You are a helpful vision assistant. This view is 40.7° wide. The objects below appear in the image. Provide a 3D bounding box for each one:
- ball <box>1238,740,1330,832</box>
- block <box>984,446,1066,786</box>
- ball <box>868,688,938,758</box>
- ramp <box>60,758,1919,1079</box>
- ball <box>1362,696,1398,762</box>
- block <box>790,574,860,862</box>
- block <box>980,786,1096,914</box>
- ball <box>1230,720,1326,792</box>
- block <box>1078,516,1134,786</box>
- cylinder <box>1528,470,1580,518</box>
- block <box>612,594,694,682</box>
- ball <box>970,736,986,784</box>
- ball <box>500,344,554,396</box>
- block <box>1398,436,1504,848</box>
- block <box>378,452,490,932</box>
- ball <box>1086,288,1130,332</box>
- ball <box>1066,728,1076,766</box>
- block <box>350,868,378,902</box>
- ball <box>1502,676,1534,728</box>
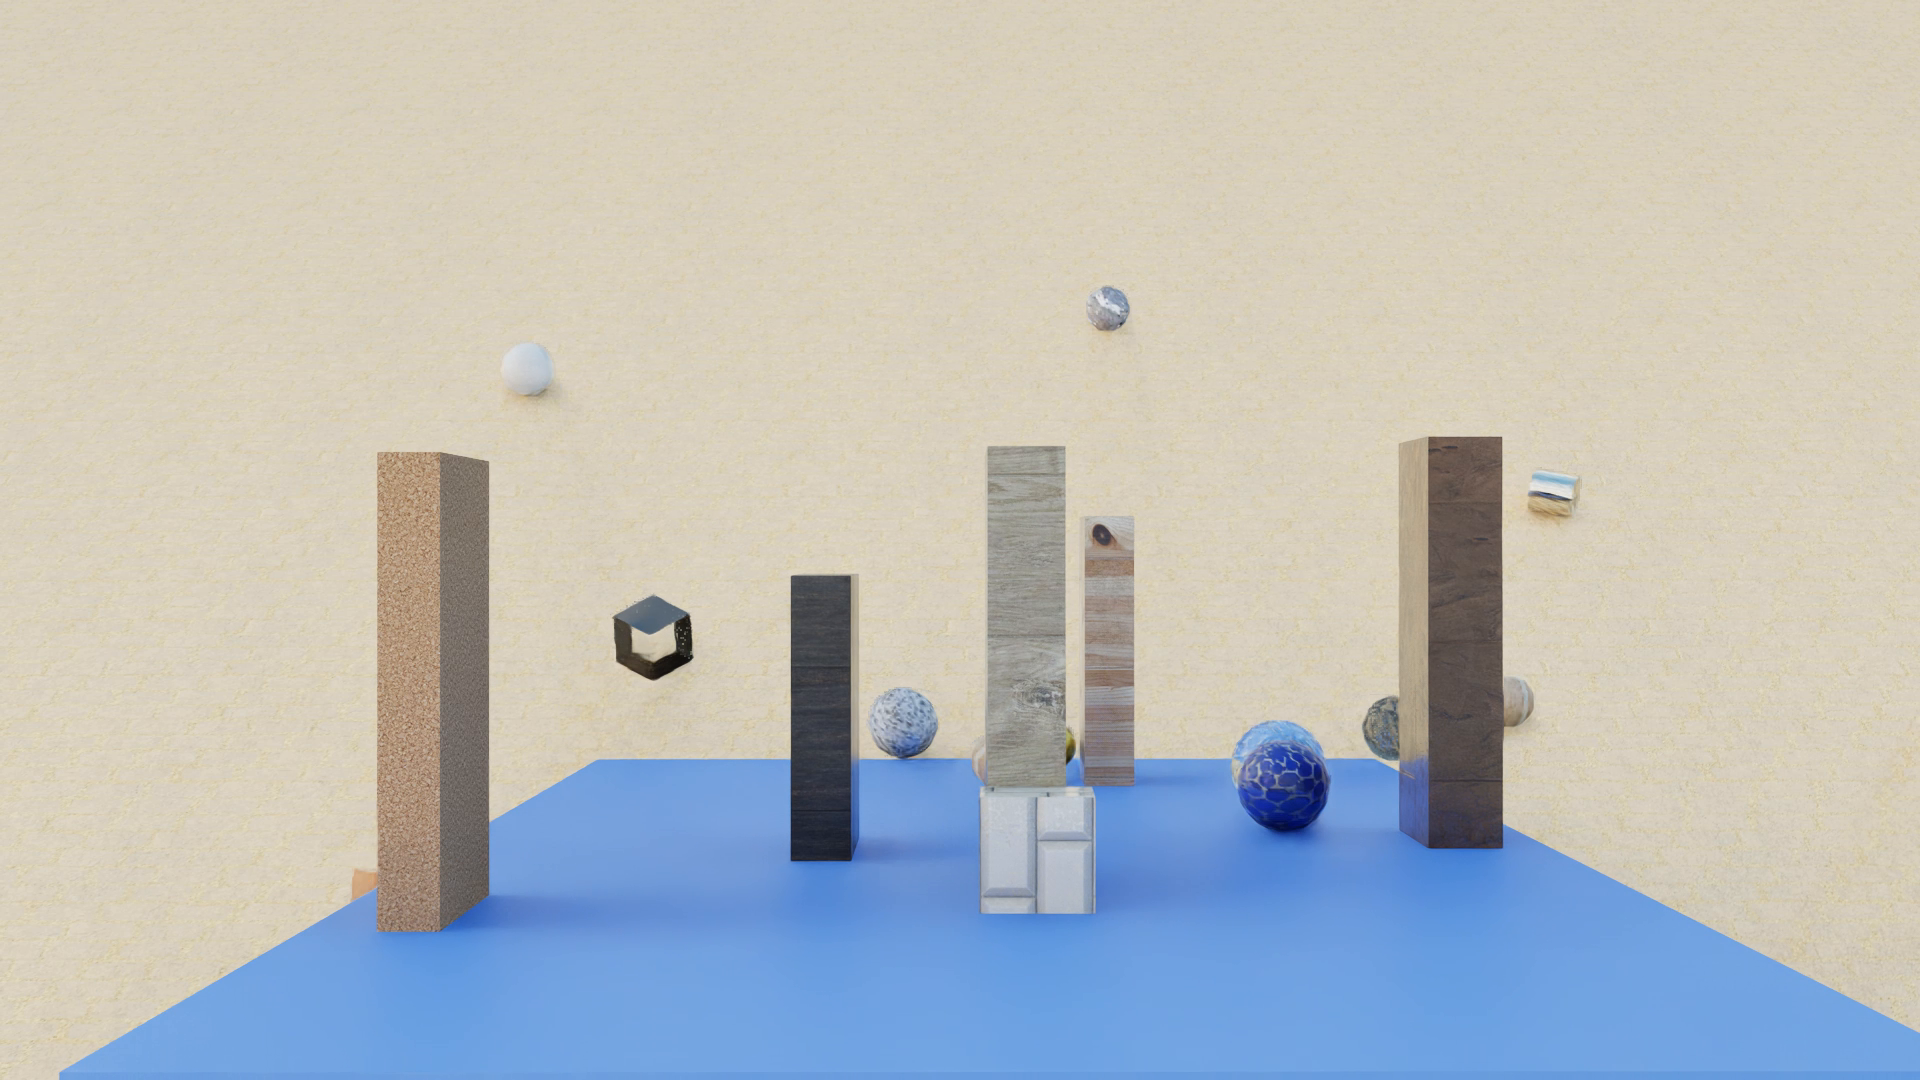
[{"bbox_3d":[0.619,0.470,4.954,0.175,0.175,0.175,0,31,0],"label":"ball"},{"bbox_3d":[0.103,0.205,4.202,0.121,0.700,0.381,0,0,0],"label":"block"},{"bbox_3d":[-0.148,0.477,6.734,0.180,0.180,0.180,0,31,0],"label":"ball"},{"bbox_3d":[0.068,0.607,4.673,2.000,0.100,4.000,0,0,0],"label":"ramp"},{"bbox_3d":[1.123,0.487,6.678,0.169,0.169,0.169,0,31,0],"label":"ball"},{"bbox_3d":[-0.241,0.309,4.665,0.105,0.495,0.364,0,0,0],"label":"block"},{"bbox_3d":[0.116,0.468,3.923,0.172,0.172,0.172,0,0,1],"label":"block"},{"bbox_3d":[0.646,0.462,5.257,0.193,0.193,0.193,0,31,0],"label":"ball"},{"bbox_3d":[0.341,0.254,6.043,0.113,0.616,0.278,0,0,0],"label":"block"},{"bbox_3d":[1.811,-0.143,7.902,0.127,0.127,0.127,12,33,21],"label":"cylinder"},{"bbox_3d":[-0.852,0.272,7.189,0.151,0.151,0.151,24,38,35],"label":"block"},{"bbox_3d":[0.086,0.500,5.879,0.123,0.123,0.123,0,31,0],"label":"ball"},{"bbox_3d":[-1.435,-0.566,8.585,0.174,0.174,0.174,0,31,0],"label":"ball"},{"bbox_3d":[0.912,0.185,4.826,0.135,0.743,0.312,0,0,0],"label":"block"},{"bbox_3d":[-0.780,0.215,3.852,0.089,0.678,0.385,0,0,0],"label":"block"},{"bbox_3d":[0.513,-0.803,9.006,0.154,0.154,0.154,0,31,0],"label":"ball"},{"bbox_3d":[0.226,0.505,6.337,0.116,0.116,0.116,0,31,0],"label":"ball"},{"bbox_3d":[-1.315,0.815,5.917,0.113,0.113,0.113,7,-5,-37],"label":"block"},{"bbox_3d":[1.468,0.432,6.931,0.138,0.138,0.138,0,31,0],"label":"ball"}]
